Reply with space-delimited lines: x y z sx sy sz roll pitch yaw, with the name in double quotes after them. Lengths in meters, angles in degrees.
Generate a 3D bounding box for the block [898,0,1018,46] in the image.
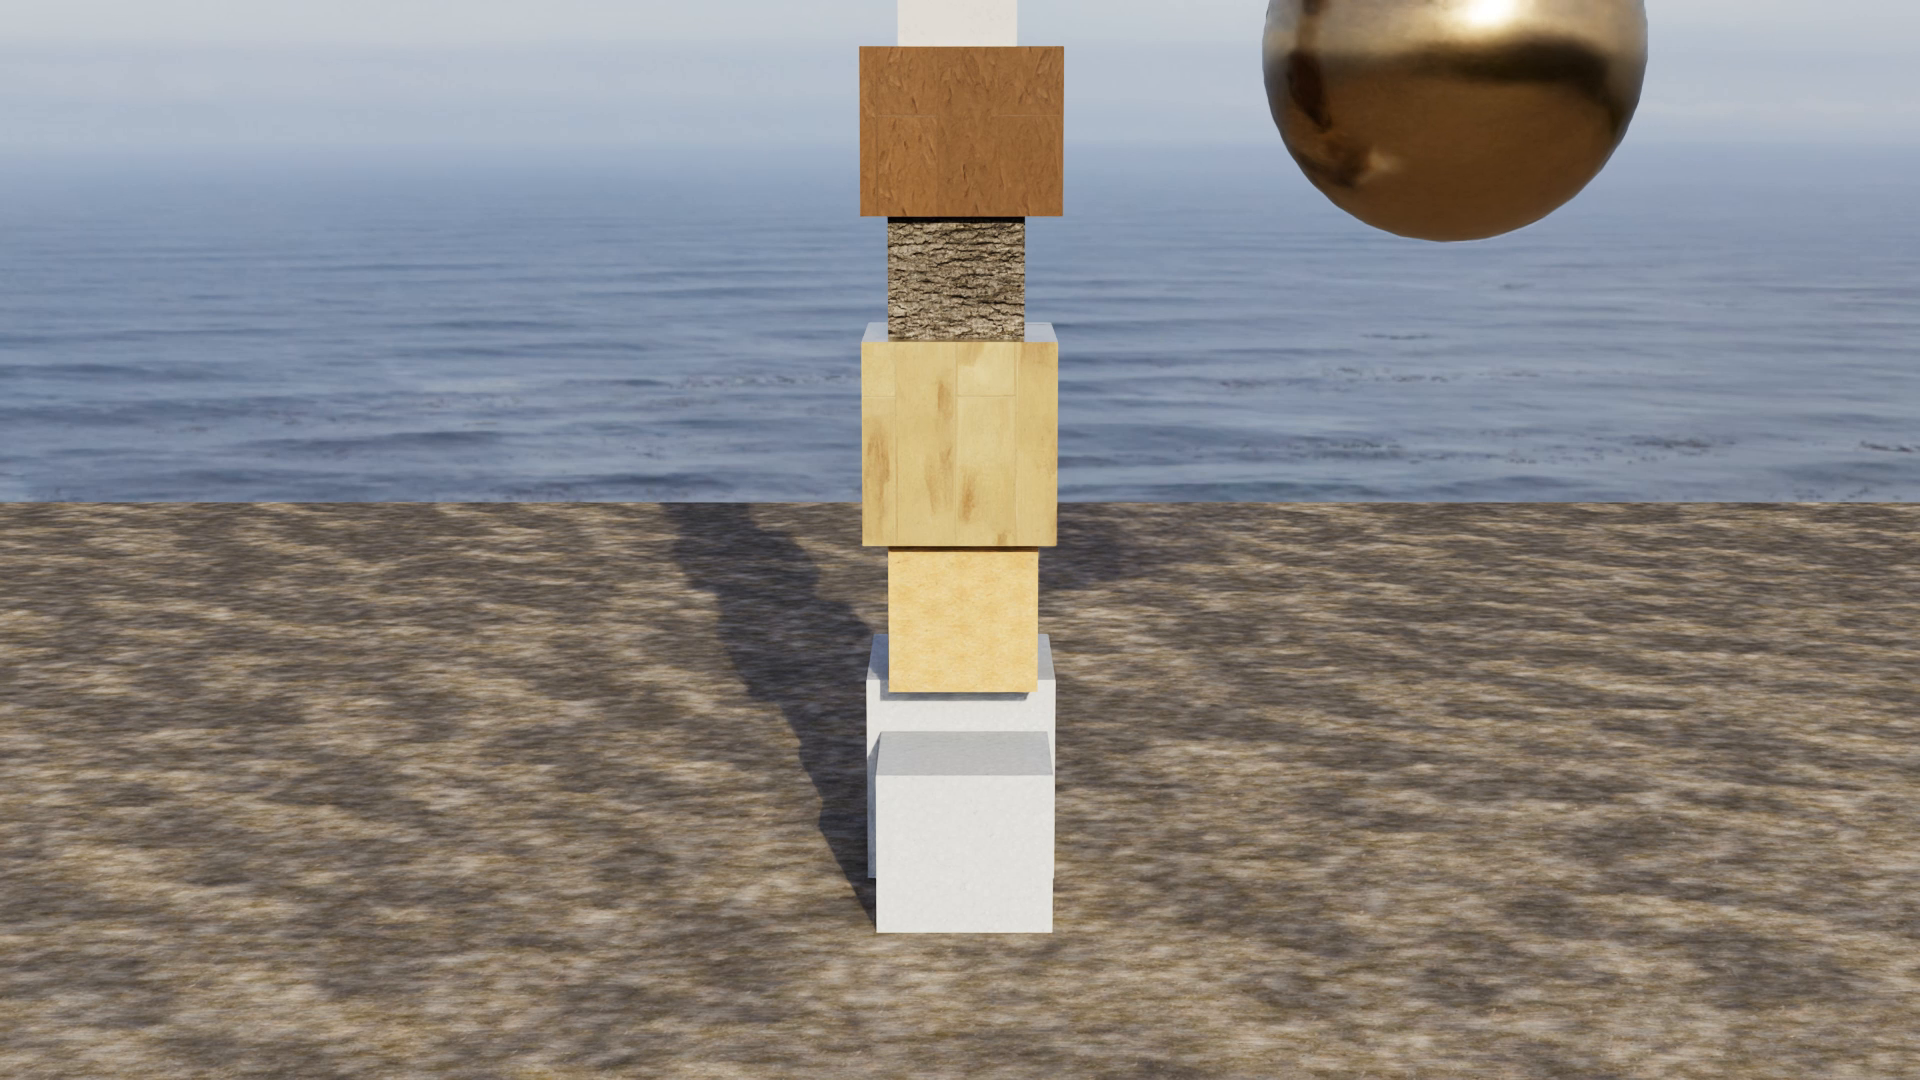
-0.011 -2.352 10.753 0.488 0.563 0.577 0 10 0 "block"

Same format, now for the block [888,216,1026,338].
-0.015 -1.146 10.972 0.571 0.512 0.578 0 10 0 "block"

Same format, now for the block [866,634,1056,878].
0.004 0.968 11.729 0.823 0.898 0.938 0 10 0 "block"

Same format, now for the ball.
2.074 -2.059 10.806 1.600 1.600 1.600 0 10 0 "ball"

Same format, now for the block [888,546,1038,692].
0.014 0.270 11.229 0.634 0.654 0.645 0 10 0 "block"

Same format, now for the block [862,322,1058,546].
-0.001 -0.473 11.094 0.813 0.856 0.859 0 10 0 "block"

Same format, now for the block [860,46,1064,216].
0.007 -1.737 10.865 0.835 0.689 0.724 0 10 0 "block"

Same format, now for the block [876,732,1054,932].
0.019 1.231 10.922 0.727 0.671 0.723 0 10 0 "block"
